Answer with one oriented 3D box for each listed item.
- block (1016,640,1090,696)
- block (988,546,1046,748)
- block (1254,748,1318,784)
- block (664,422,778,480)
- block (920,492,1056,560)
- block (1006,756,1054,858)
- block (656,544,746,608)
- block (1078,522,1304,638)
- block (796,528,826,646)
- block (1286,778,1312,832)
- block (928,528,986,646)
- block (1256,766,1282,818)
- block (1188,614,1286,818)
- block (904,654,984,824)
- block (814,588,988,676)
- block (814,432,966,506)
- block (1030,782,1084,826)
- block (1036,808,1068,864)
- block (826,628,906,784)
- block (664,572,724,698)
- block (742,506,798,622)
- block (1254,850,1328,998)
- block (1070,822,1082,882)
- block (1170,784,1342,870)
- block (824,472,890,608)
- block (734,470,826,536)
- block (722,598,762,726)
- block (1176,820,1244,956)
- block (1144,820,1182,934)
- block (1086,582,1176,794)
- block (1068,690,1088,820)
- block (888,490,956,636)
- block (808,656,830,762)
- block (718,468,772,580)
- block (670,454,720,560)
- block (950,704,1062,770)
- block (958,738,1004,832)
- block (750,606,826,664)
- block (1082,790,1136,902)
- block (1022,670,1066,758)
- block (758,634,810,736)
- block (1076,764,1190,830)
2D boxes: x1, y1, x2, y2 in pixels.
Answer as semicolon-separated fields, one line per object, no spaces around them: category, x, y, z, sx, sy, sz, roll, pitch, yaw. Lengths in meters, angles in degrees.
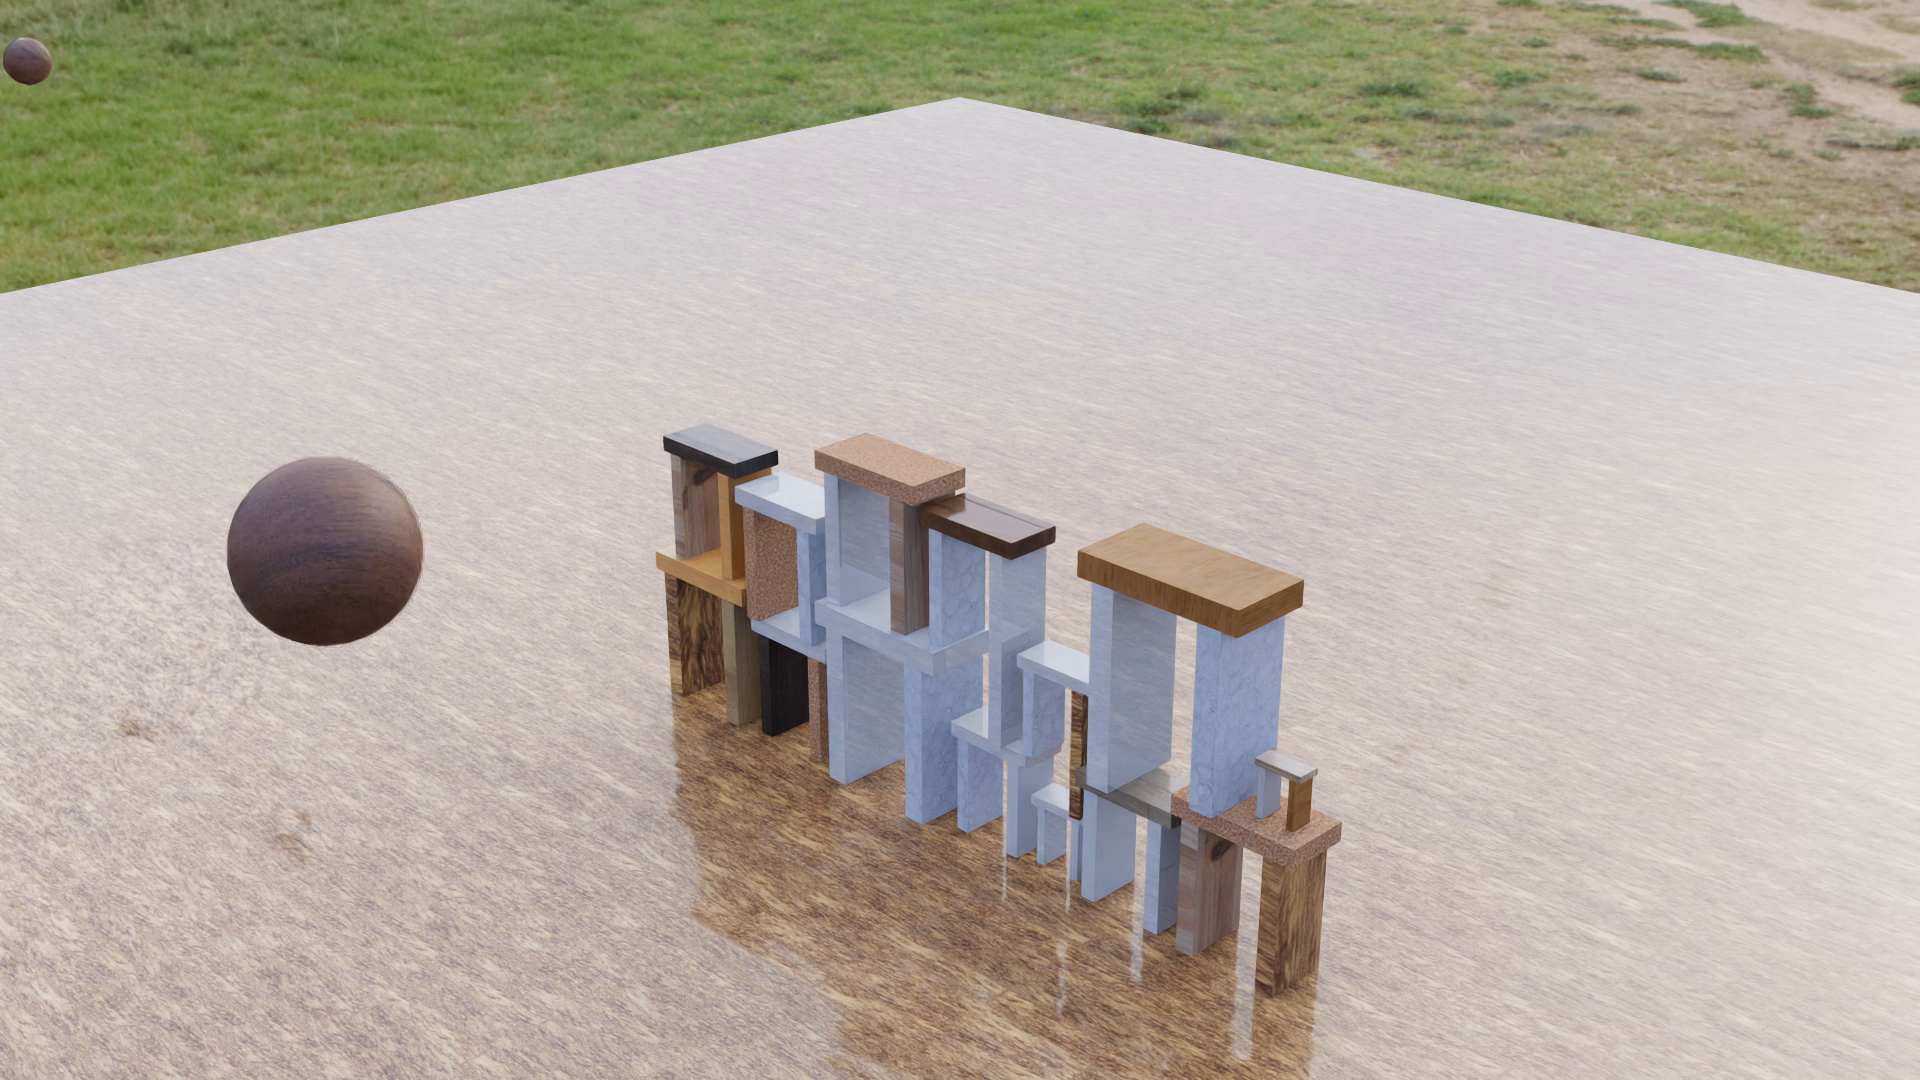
block;0.203;0.238;4.111;0.180;0.026;0.090;21;31;40
block;0.109;0.194;4.196;0.034;0.401;0.120;21;31;41
block;0.561;0.389;3.781;0.049;0.014;0.098;-21;31;-41
block;-0.512;-0.192;4.696;0.239;0.034;0.120;21;31;41
block;0.052;-0.028;4.163;0.240;0.034;0.120;21;31;41
block;0.137;0.510;4.299;0.029;0.203;0.102;21;31;41
block;-0.515;0.063;4.804;0.294;0.042;0.147;21;31;41
block;0.398;0.066;3.826;0.359;0.051;0.180;21;31;41
block;-0.275;0.080;4.552;0.036;0.255;0.127;21;31;41
block;0.584;0.449;3.782;0.049;0.098;0.014;-21;31;-41
block;-0.005;0.076;4.269;0.034;0.240;0.120;21;31;41
block;0.538;0.431;3.825;0.049;0.098;0.014;-21;31;-41
block;0.483;0.288;3.828;0.180;0.359;0.051;-21;31;-41
block;-0.032;0.383;4.418;0.049;0.344;0.172;21;31;41
block;-0.113;0.171;4.416;0.344;0.049;0.172;21;31;41
block;-0.139;-0.141;4.316;0.282;0.040;0.141;21;31;40
block;0.206;0.506;4.212;0.130;0.018;0.065;19;30;38
block;0.179;0.561;4.274;0.018;0.130;0.065;21;31;41
block;-0.194;0.320;4.567;0.049;0.344;0.172;21;31;41
block;-0.584;0.191;4.934;0.042;0.294;0.147;21;31;41
block;-0.395;0.033;4.662;0.036;0.255;0.127;21;31;41
block;0.583;0.656;3.868;0.039;0.272;0.136;21;31;41
block;0.241;0.584;4.217;0.018;0.130;0.065;21;31;41
block;0.519;0.488;3.866;0.136;0.039;0.272;-21;31;-41
block;-0.206;-0.019;4.440;0.040;0.282;0.141;21;31;41
block;-0.335;-0.077;4.550;0.255;0.036;0.127;21;31;41
block;-0.445;0.245;4.806;0.042;0.294;0.147;21;31;41
block;0.455;0.606;3.985;0.039;0.272;0.136;21;31;41
block;0.391;0.600;4.051;0.033;0.231;0.116;21;31;41
block;0.313;0.243;3.993;0.051;0.405;0.180;21;31;41
block;0.244;0.390;4.124;0.026;0.264;0.090;18;29;36
block;-0.073;0.033;4.317;0.141;0.282;0.040;-21;31;-41
block;-0.264;0.340;4.656;0.034;0.238;0.119;21;31;41
block;-0.455;-0.044;4.698;0.034;0.239;0.120;21;31;41
block;-0.568;-0.088;4.802;0.034;0.239;0.120;21;31;41
block;0.089;0.384;4.298;0.203;0.029;0.102;21;31;41
block;0.041;0.472;4.387;0.029;0.203;0.102;21;31;41
block;-0.320;0.193;4.655;0.238;0.034;0.119;21;31;41
block;0.282;0.557;4.151;0.033;0.231;0.116;21;31;41
block;0.160;0.317;4.189;0.090;0.180;0.025;-21;31;-40
block;-0.376;0.296;4.759;0.034;0.238;0.119;21;31;41
block;0.337;0.457;4.049;0.231;0.033;0.116;21;31;41
